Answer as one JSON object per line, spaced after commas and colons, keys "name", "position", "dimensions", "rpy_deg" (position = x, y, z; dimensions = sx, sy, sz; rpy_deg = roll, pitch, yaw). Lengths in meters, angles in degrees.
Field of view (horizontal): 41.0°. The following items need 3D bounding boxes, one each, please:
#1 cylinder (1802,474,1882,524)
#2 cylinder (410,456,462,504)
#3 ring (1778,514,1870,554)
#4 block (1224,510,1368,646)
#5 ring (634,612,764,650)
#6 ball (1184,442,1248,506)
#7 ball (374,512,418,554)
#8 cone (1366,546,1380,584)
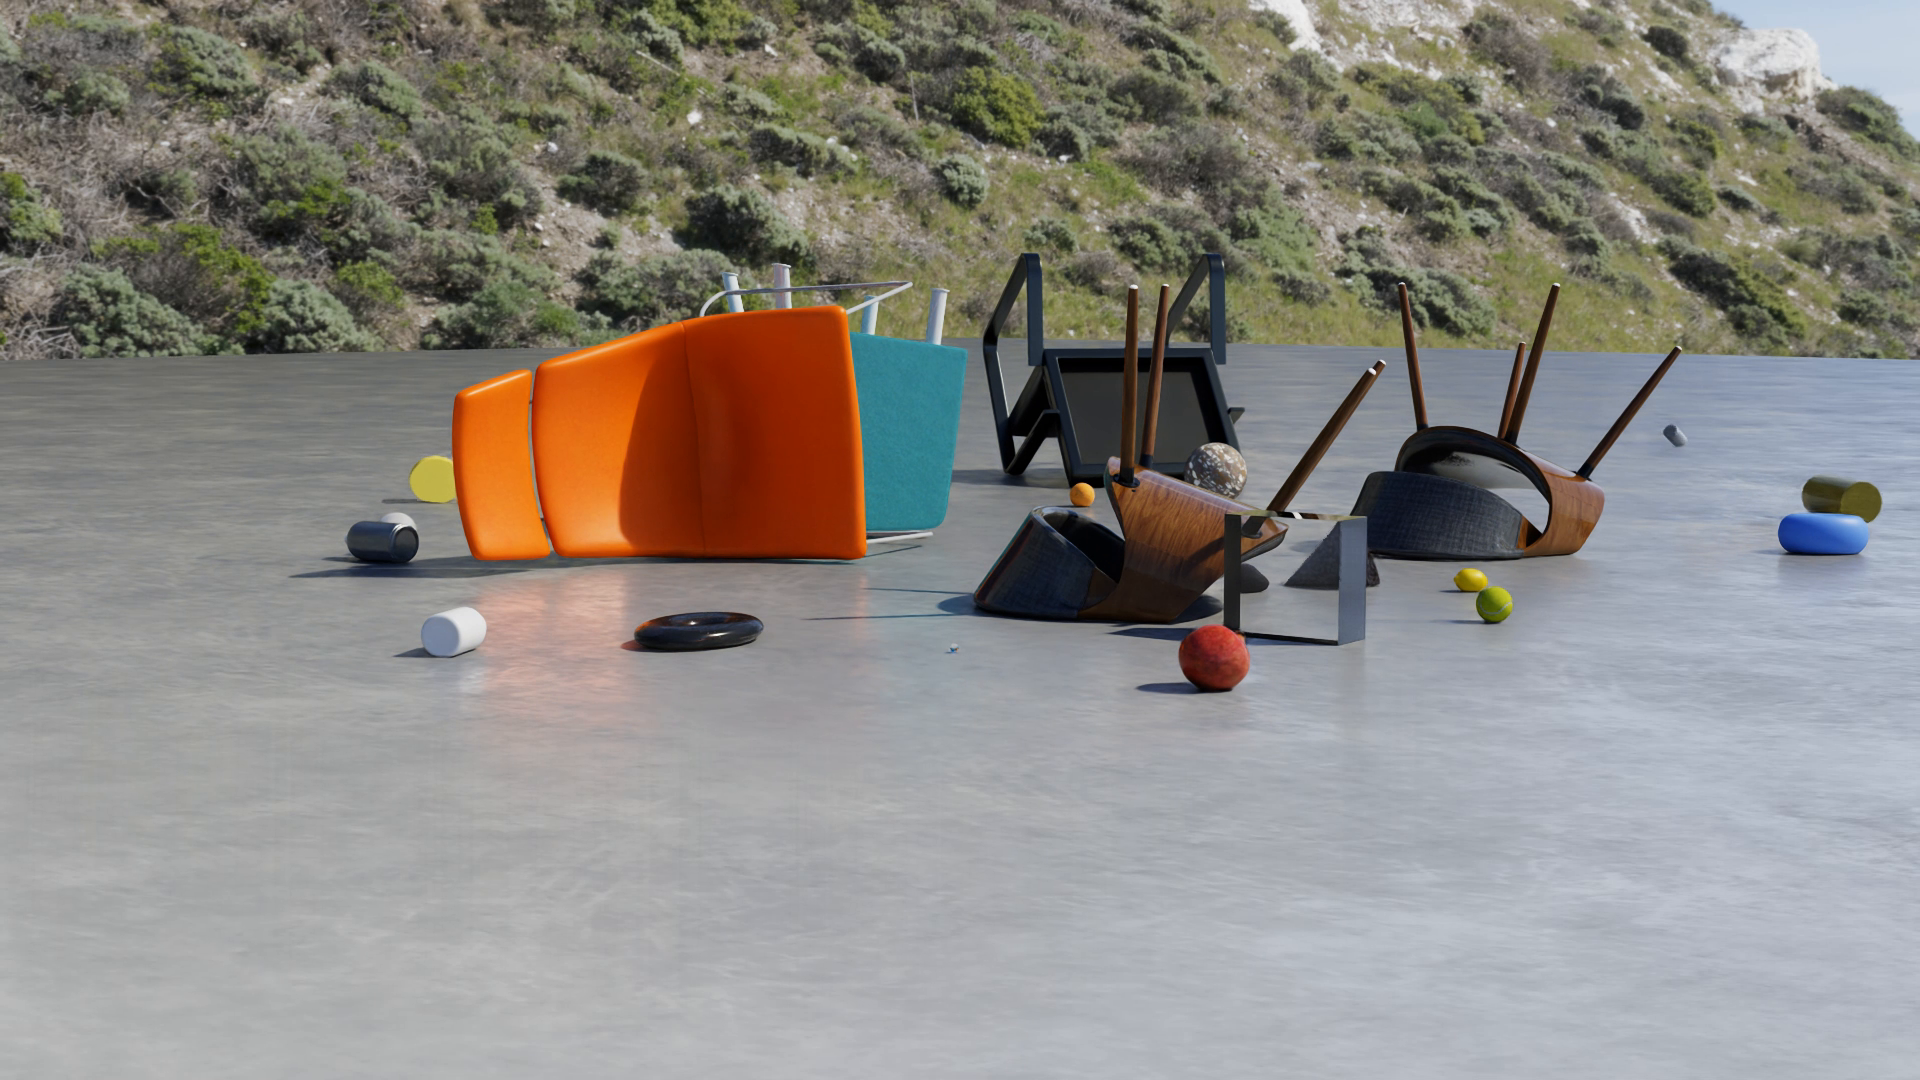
{"name": "cylinder", "position": [2.375, -0.110, 6.918], "dimensions": [0.113, 0.116, 0.256], "rpy_deg": [11, 5, -5]}
{"name": "cylinder", "position": [-1.532, -0.177, 7.500], "dimensions": [0.147, 0.129, 0.136], "rpy_deg": [5, 5, -12]}
{"name": "ring", "position": [2.058, -0.015, 6.116], "dimensions": [0.210, 0.092, 0.153], "rpy_deg": [1, 4, 2]}
{"name": "block", "position": [0.610, 0.066, 4.677], "dimensions": [0.236, 0.224, 0.105], "rpy_deg": [4, 7, 36]}
{"name": "ring", "position": [-0.469, 0.164, 4.618], "dimensions": [0.201, 0.043, 0.276], "rpy_deg": [5, 8, 33]}
{"name": "ball", "position": [0.734, -0.190, 7.369], "dimensions": [0.182, 0.182, 0.182], "rpy_deg": [0, 6, 0]}
{"name": "ball", "position": [-1.338, -0.016, 6.090], "dimensions": [0.099, 0.099, 0.099], "rpy_deg": [0, 6, 0]}
{"name": "cone", "position": [0.790, 0.061, 5.495], "dimensions": [0.165, 0.143, 0.186], "rpy_deg": [-24, 15, 1]}
